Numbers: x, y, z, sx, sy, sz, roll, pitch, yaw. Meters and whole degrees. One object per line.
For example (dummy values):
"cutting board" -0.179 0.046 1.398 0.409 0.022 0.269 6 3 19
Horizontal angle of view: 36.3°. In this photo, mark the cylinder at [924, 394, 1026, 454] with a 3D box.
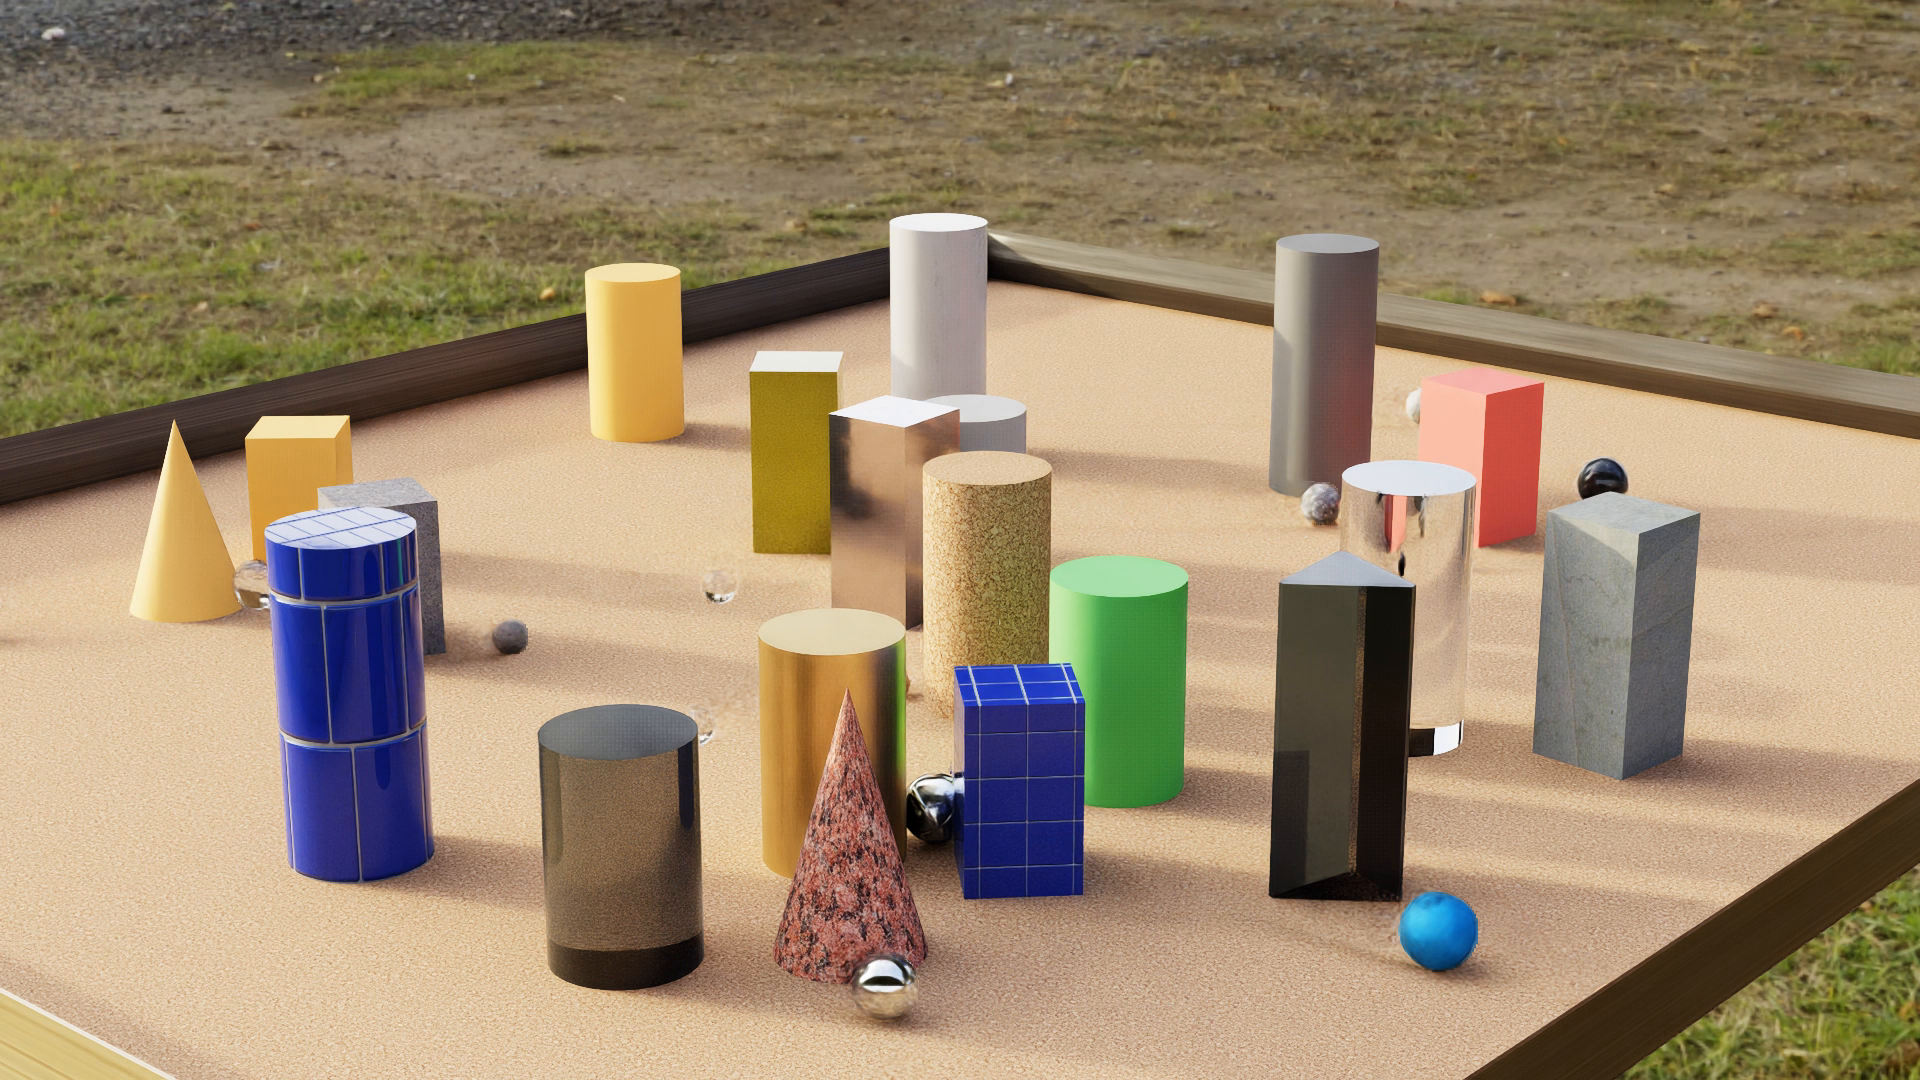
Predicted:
"cylinder" 0.018 -0.085 5.200 0.198 0.308 0.198 0 17 0

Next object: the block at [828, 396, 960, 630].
"block" -0.110 -0.048 4.999 0.158 0.354 0.158 12 20 34

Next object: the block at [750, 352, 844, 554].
"block" -0.297 -0.162 5.396 0.158 0.343 0.158 0 17 2

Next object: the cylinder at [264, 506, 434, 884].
"cylinder" -0.821 0.208 3.952 0.198 0.468 0.198 0 17 0

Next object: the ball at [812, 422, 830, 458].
"ball" -0.268 -0.203 6.000 0.074 0.074 0.074 0 17 0

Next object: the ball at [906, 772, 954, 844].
"ball" -0.033 0.370 4.054 0.098 0.098 0.098 0 17 0

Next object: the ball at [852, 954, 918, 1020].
"ball" -0.091 0.538 3.530 0.079 0.079 0.079 0 17 0

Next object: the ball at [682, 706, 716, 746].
"ball" -0.398 0.281 4.417 0.060 0.060 0.060 0 17 0

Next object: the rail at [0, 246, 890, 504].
"rail" -1.320 -0.298 6.217 0.045 0.128 4.240 14 22 39

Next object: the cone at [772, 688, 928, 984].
"cone" -0.139 0.350 3.671 0.198 0.357 0.198 0 17 0

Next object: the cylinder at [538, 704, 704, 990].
"cylinder" -0.422 0.381 3.662 0.198 0.303 0.198 0 17 0

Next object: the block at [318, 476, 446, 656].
"block" -0.954 0.050 4.834 0.158 0.261 0.158 -8 18 -24

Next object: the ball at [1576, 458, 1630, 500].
"ball" 1.238 -0.110 5.646 0.099 0.099 0.099 0 17 0

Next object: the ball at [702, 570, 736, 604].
"ball" -0.417 0.081 5.082 0.060 0.060 0.060 0 17 0

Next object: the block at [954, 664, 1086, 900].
"block" 0.077 0.321 3.919 0.158 0.271 0.158 -1 17 -5

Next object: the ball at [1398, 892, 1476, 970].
"ball" 0.597 0.488 3.666 0.096 0.096 0.096 0 17 0

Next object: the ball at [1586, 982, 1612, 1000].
"ball" 0.776 0.559 3.493 0.061 0.061 0.061 0 17 0

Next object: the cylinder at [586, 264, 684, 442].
"cylinder" -0.684 -0.396 6.175 0.198 0.341 0.198 0 17 0

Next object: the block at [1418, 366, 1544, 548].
"block" 0.968 -0.156 5.467 0.158 0.291 0.158 -13 21 -36

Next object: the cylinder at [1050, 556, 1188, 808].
"cylinder" 0.227 0.203 4.232 0.198 0.317 0.198 0 17 0

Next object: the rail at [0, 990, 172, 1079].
"rail" -1.375 0.489 3.604 3.544 0.128 0.045 14 22 39

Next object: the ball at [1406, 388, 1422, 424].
"ball" 0.991 -0.286 6.269 0.077 0.077 0.077 0 17 0

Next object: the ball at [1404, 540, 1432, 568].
"ball" 0.825 0.024 5.286 0.050 0.050 0.050 0 17 0

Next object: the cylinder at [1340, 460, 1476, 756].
"cylinder" 0.667 0.102 4.413 0.198 0.406 0.198 0 17 0

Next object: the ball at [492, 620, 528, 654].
"ball" -0.741 0.159 4.827 0.056 0.056 0.056 0 17 0

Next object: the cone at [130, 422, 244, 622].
"cone" -1.336 -0.047 5.033 0.198 0.332 0.198 0 17 0

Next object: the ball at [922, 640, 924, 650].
"ball" -0.041 0.172 4.811 0.041 0.041 0.041 0 17 0

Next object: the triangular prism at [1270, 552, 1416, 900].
"triangular prism" 0.502 0.245 3.885 0.171 0.436 0.148 1 17 4

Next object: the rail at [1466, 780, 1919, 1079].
"rail" 1.320 0.363 4.023 0.045 0.128 4.240 14 22 39

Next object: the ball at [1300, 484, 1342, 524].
"ball" 0.683 -0.067 5.542 0.078 0.078 0.078 0 17 0

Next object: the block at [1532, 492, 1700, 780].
"block" 0.970 0.139 4.338 0.158 0.377 0.158 -15 23 -41

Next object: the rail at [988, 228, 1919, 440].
"rail" 1.375 -0.425 6.636 3.544 0.128 0.045 14 22 39

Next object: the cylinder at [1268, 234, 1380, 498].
"cylinder" 0.711 -0.340 5.737 0.198 0.487 0.198 0 17 0

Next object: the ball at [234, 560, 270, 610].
"ball" -1.208 0.078 5.050 0.084 0.084 0.084 0 17 0

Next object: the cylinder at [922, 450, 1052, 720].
"cylinder" 0.042 0.072 4.550 0.198 0.383 0.198 0 17 0

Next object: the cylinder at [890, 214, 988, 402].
"cylinder" -0.043 -0.411 5.984 0.198 0.481 0.198 0 17 0

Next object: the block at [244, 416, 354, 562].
"block" -1.194 -0.088 5.324 0.158 0.243 0.158 -1 17 -2

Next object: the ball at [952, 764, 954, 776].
"ball" 0.013 0.337 4.248 0.051 0.051 0.051 0 17 0

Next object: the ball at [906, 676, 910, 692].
"ball" -0.100 0.227 4.629 0.041 0.041 0.041 0 17 0

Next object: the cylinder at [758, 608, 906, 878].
"cylinder" -0.172 0.277 3.972 0.198 0.324 0.198 0 17 0
